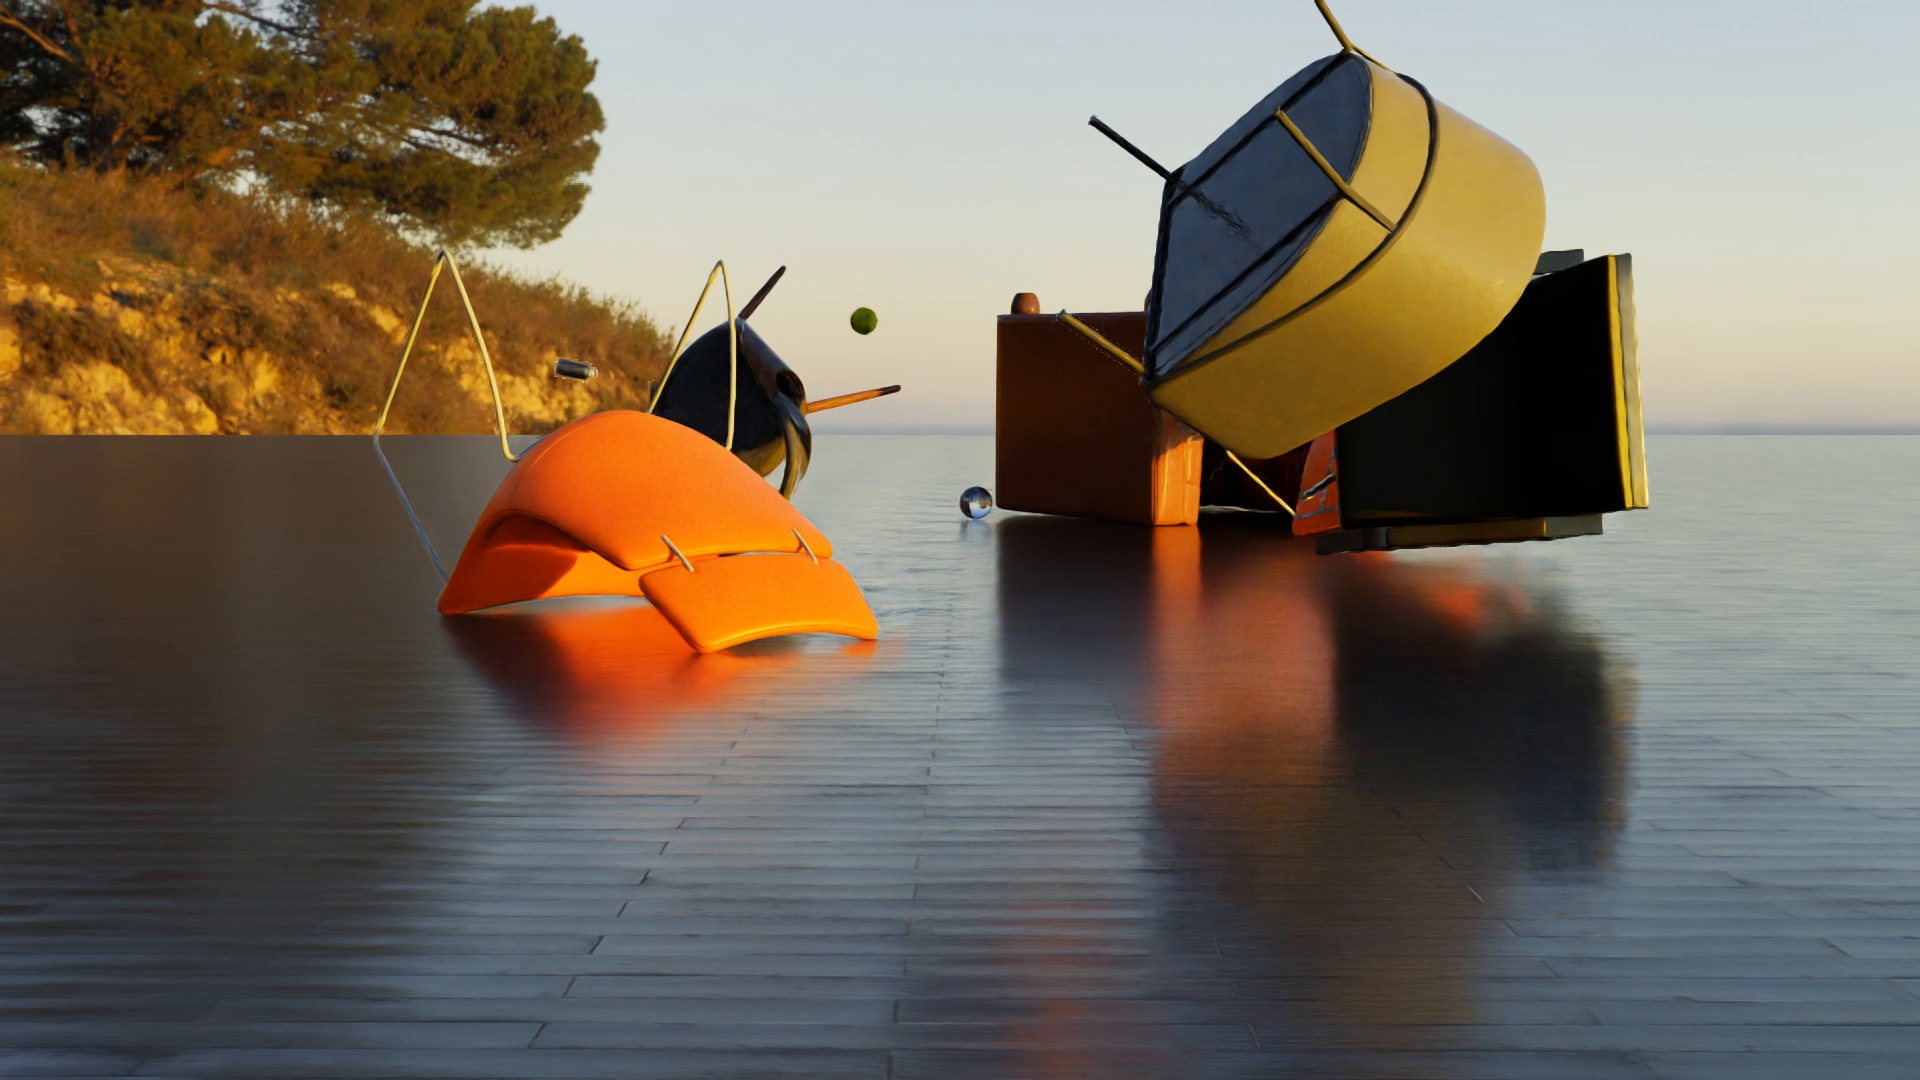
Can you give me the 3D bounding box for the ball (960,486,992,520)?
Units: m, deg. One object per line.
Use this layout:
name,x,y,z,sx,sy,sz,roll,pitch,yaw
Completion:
ball,0.055,-0.130,7.595,0.115,0.115,0.115,0,4,0

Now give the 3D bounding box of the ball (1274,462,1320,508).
ball,1.275,-0.209,8.342,0.172,0.172,0.172,0,4,0

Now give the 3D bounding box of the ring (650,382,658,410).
ring,-0.958,-0.451,6.900,0.025,0.091,0.102,-1,-2,-8
